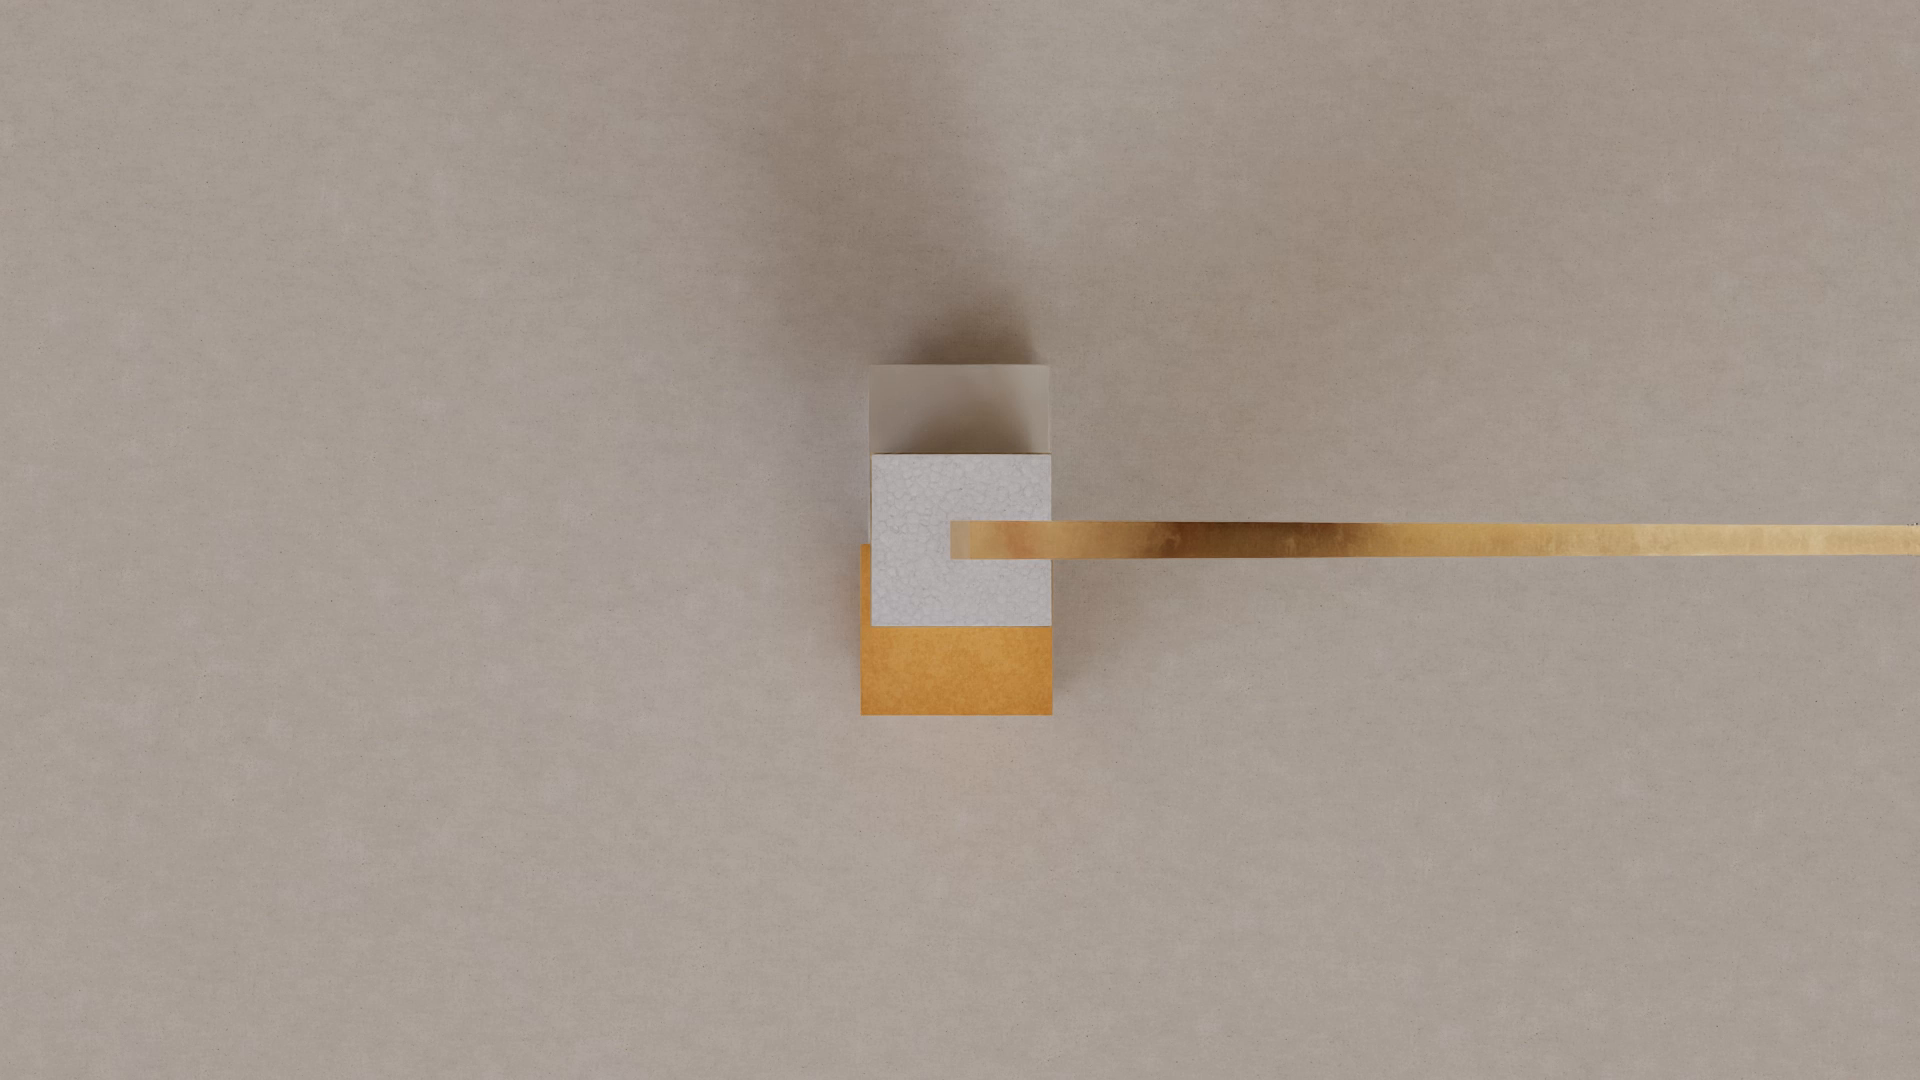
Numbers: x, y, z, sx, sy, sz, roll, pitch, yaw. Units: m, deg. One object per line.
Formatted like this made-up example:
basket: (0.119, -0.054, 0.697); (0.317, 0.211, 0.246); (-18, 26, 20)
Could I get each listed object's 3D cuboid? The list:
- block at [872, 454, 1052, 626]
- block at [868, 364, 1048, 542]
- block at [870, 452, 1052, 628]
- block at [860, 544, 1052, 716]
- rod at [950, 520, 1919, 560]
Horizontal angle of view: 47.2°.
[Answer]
block: (0.007, 0.000, 9.292); (0.730, 0.718, 0.696); (0, 90, 0)
block: (-0.007, -0.477, 12.561); (0.990, 0.878, 0.982); (0, 90, 0)
block: (0.004, 0.000, 10.022); (0.798, 0.743, 0.765); (0, 90, 0)
block: (-0.019, 0.496, 12.565); (1.058, 0.869, 0.944); (0, 90, 0)
rod: (2.234, 0.000, 5.890); (5.200, 0.080, 0.080); (0, 90, -31)
